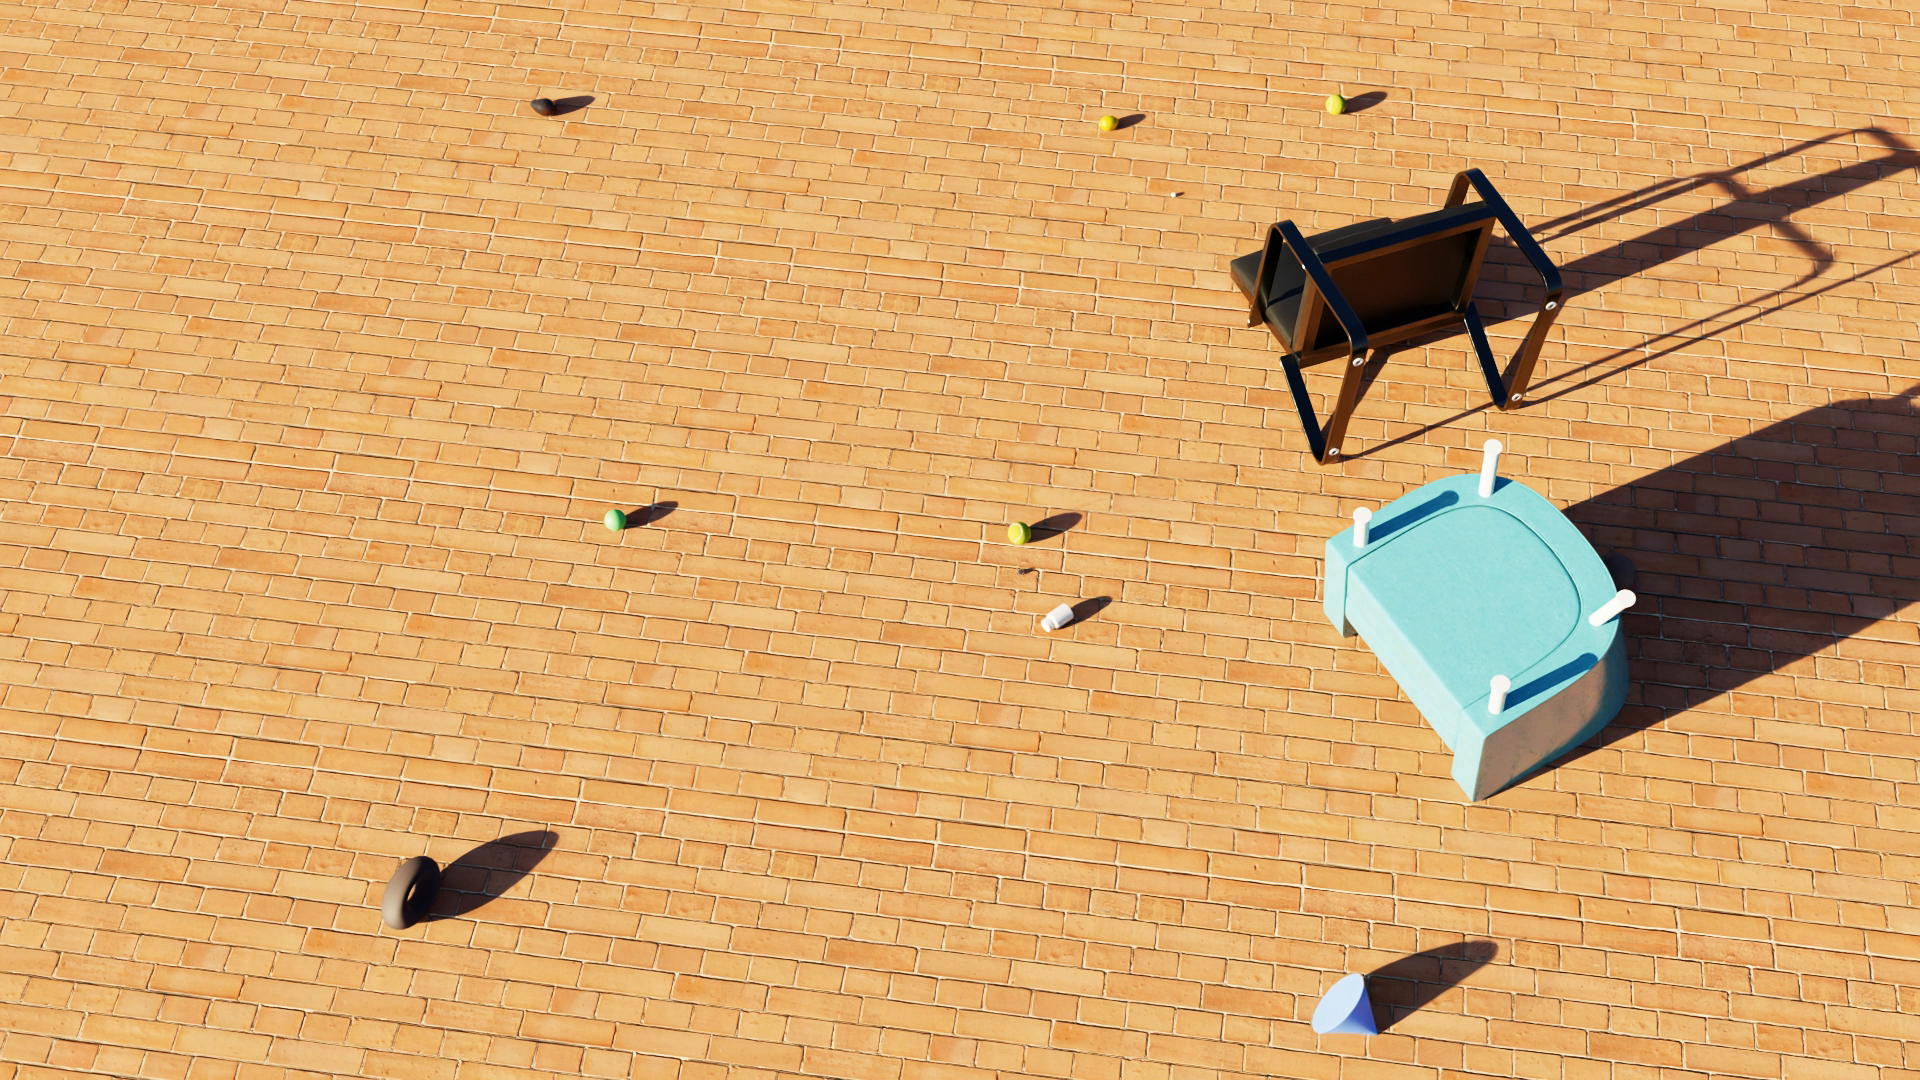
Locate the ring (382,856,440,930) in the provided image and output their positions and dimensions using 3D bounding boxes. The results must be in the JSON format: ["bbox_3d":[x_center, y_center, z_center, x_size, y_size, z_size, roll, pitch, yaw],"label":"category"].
[{"bbox_3d":[-1.465,0.941,5.868,0.095,0.123,0.210,2,58,43],"label":"ring"}]

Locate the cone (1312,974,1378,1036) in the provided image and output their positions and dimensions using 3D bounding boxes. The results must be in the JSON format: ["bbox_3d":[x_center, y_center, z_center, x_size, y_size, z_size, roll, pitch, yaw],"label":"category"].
[{"bbox_3d":[1.031,1.242,5.695,0.145,0.168,0.187,39,102,-12],"label":"cone"}]

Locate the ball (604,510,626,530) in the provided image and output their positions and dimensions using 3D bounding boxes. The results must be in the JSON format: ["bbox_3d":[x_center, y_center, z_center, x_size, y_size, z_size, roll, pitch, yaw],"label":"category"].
[{"bbox_3d":[-1.030,-0.060,6.575,0.065,0.065,0.065,0,56,0],"label":"ball"}]
